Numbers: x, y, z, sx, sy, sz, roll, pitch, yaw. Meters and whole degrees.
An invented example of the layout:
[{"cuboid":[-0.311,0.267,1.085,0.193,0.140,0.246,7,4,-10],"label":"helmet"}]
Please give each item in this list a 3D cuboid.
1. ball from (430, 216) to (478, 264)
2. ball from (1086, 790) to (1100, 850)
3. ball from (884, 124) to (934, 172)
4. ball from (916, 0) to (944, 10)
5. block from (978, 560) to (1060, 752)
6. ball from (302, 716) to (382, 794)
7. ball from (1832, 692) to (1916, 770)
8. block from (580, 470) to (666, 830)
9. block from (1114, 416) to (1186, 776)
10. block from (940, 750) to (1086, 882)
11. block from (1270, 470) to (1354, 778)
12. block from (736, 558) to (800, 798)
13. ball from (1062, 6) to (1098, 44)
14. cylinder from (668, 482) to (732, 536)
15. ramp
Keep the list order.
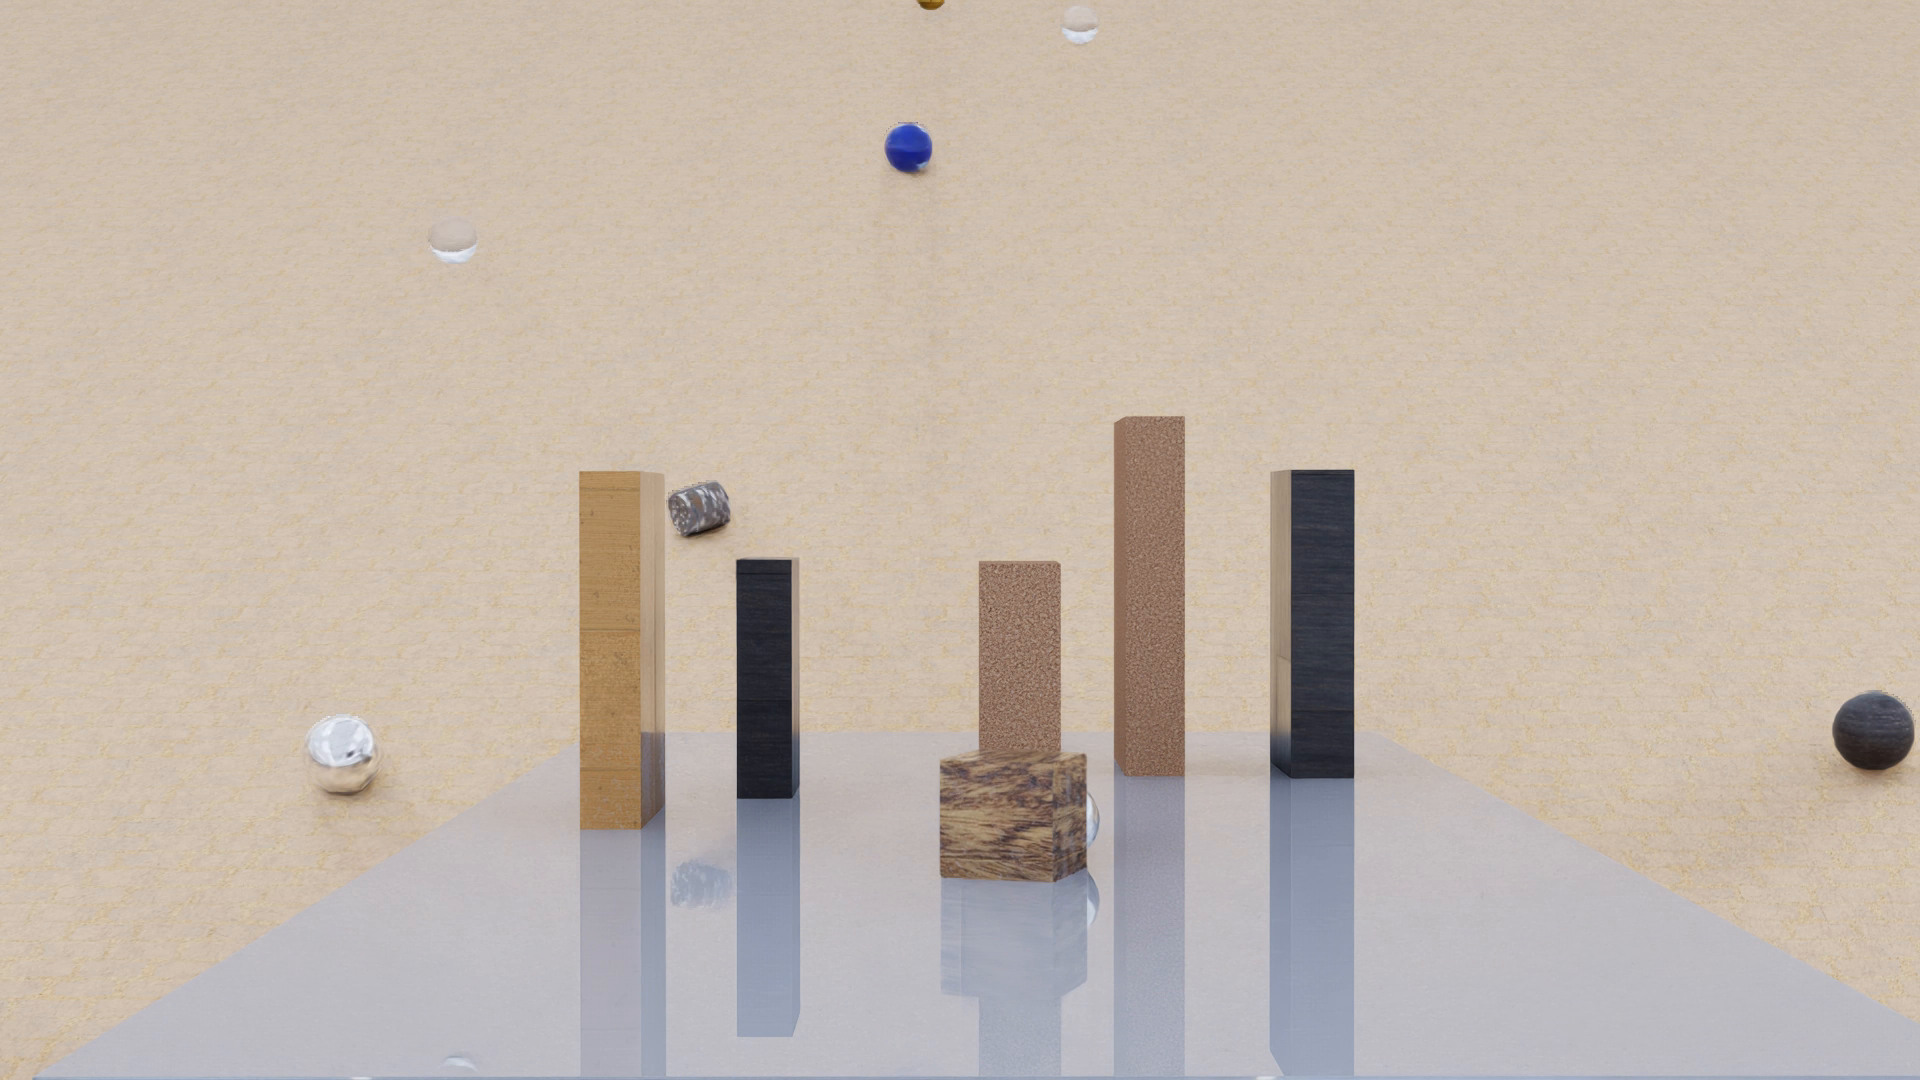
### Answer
[{"cuboid":[-1.890,-1.119,9.642,0.178,0.178,0.178,0,28,0],"label":"ball"},{"cuboid":[0.162,0.455,4.204,0.131,0.131,0.131,0,28,0],"label":"ball"},{"cuboid":[-0.209,-1.597,10.523,0.199,0.199,0.199,0,28,0],"label":"ball"},{"cuboid":[-0.142,-2.651,12.567,0.146,0.146,0.146,0,28,0],"label":"ball"},{"cuboid":[0.100,0.278,4.391,0.134,0.481,0.247,0,1,0],"label":"block"},{"cuboid":[-1.551,0.541,6.493,0.195,0.195,0.195,0,28,0],"label":"ball"},{"cuboid":[2.329,0.488,6.586,0.200,0.200,0.200,0,28,0],"label":"ball"},{"cuboid":[-0.624,0.194,4.796,0.109,0.639,0.386,0,1,0],"label":"block"},{"cuboid":[0.417,0.118,5.721,0.126,0.768,0.423,0,1,0],"label":"block"},{"cuboid":[0.086,0.431,4.064,0.182,0.182,0.182,0,1,19],"label":"block"},{"cuboid":[0.767,0.176,5.647,0.135,0.654,0.364,0,1,0],"label":"block"},{"cuboid":[-0.386,0.273,5.218,0.109,0.471,0.255,0,1,0],"label":"block"},{"cuboid":[0.561,-2.410,12.081,0.177,0.177,0.177,0,28,0],"label":"ball"},{"cuboid":[-0.780,-0.093,7.749,0.137,0.137,0.137,-18,33,-29],"label":"cylinder"},{"cuboid":[0.063,0.566,4.606,2.000,0.100,4.000,0,1,0],"label":"ramp"}]
